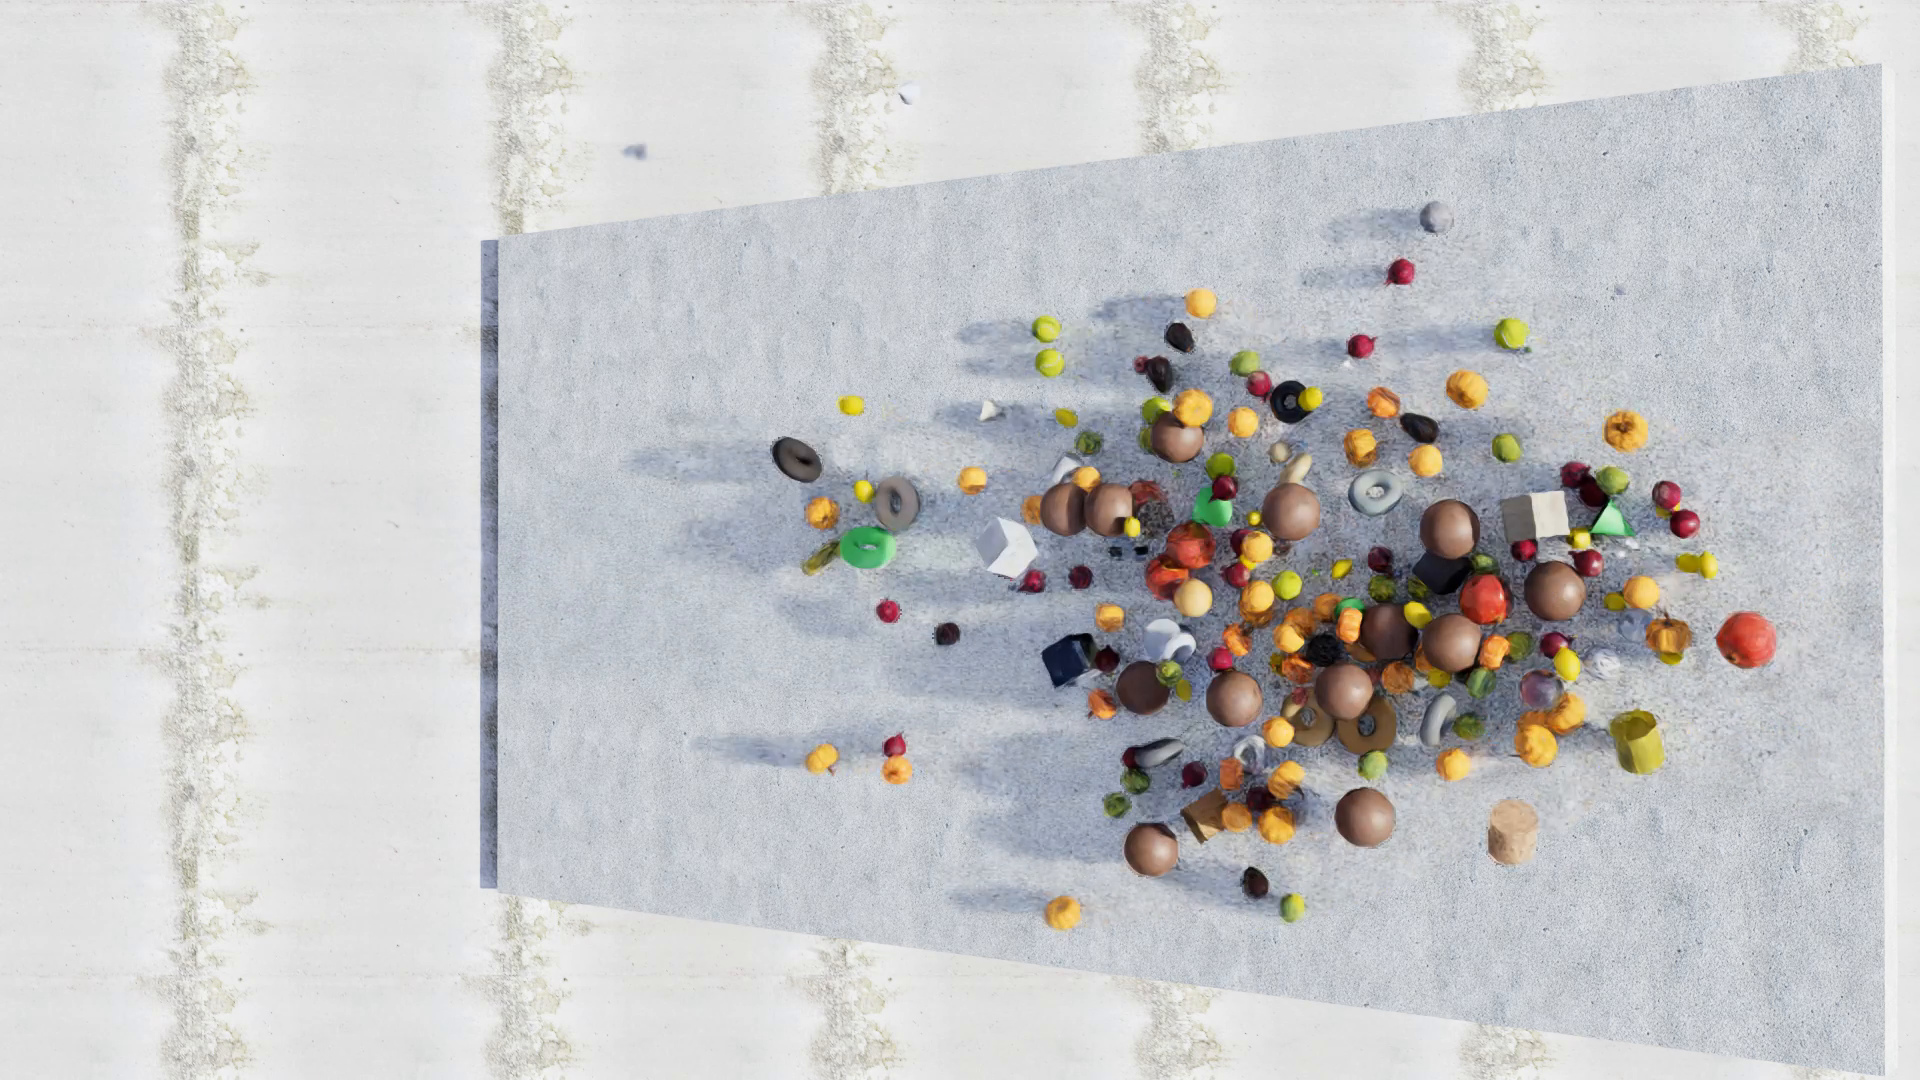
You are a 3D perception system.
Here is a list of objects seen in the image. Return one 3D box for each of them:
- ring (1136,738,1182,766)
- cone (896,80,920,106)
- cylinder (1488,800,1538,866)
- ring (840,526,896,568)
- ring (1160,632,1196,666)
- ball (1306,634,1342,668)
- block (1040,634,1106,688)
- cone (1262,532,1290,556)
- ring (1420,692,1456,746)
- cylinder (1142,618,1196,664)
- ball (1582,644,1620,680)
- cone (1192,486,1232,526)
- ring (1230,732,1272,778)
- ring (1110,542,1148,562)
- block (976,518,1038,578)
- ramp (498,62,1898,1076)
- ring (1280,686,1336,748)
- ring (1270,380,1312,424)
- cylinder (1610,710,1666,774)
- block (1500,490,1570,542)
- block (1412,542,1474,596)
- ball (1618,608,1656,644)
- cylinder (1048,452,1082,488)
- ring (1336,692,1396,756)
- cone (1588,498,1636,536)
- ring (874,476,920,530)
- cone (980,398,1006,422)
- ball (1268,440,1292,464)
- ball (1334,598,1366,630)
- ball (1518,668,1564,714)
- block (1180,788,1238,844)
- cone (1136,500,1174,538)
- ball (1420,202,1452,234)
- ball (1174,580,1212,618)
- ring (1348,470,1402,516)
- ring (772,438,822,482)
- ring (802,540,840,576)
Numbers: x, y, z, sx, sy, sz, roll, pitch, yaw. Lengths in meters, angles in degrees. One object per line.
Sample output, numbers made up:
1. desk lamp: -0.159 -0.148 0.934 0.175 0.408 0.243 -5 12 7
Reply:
1. ring: 0.474 0.507 5.246 0.120 0.120 0.040 -19 93 0
2. cone: -0.151 -1.189 5.827 0.067 0.067 0.067 1 91 35
3. cylinder: 1.164 0.616 4.632 0.098 0.098 0.098 -8 132 0
4. ring: -0.241 0.019 5.745 0.149 0.149 0.050 0 129 0
5. ring: 0.508 0.254 5.132 0.093 0.093 0.031 -35 53 0
6. ball: 0.829 0.252 5.010 0.077 0.077 0.077 0 90 0
7. block: 0.278 0.297 5.403 0.098 0.098 0.098 -34 70 31
8. cone: 0.722 0.011 5.094 0.060 0.060 0.060 -4 89 -35
9. ring: 1.035 0.389 4.758 0.042 0.126 0.126 24 90 26
10. cylinder: 0.498 0.241 5.230 0.098 0.098 0.098 -5 79 25
11. ball: 1.351 0.257 4.633 0.076 0.076 0.076 0 90 0
12. cone: 0.566 -0.061 5.138 0.099 0.099 0.099 11 66 -26
13. ring: 0.681 0.503 5.146 0.106 0.035 0.106 -1 88 36
14. ring: 0.406 0.027 5.301 0.095 0.095 0.032 -2 105 0
15. block: 0.112 0.019 5.293 0.092 0.092 0.092 17 125 -37
16. ramp: 0.237 0.066 5.558 4.000 0.100 2.000 0 89 36
17. ring: 0.800 0.406 5.053 0.139 0.046 0.139 0 91 36
18. ring: 0.766 -0.319 5.091 0.101 0.034 0.101 0 91 34
19. cylinder: 1.404 0.418 4.557 0.094 0.094 0.094 -25 120 0
20. block: 1.214 -0.049 4.646 0.093 0.093 0.093 -6 87 -30
21. block: 1.063 0.062 4.838 0.081 0.081 0.081 45 119 28
22. ball: 1.413 0.178 4.589 0.075 0.075 0.075 0 90 0
23. cylinder: 0.260 -0.175 5.442 0.063 0.063 0.063 33 111 0
24. ring: 0.917 0.417 4.965 0.146 0.049 0.146 -3 85 36
25. cone: 1.383 -0.029 4.622 0.088 0.088 0.088 31 90 8
26. ring: -0.167 -0.097 5.759 0.146 0.049 0.146 4 96 41
27. cone: 0.090 -0.323 5.589 0.061 0.061 0.061 16 90 8
28. ball: 0.742 -0.203 5.095 0.054 0.054 0.054 0 90 0
29. ball: 0.879 0.165 4.947 0.072 0.072 0.072 0 90 0
30. ball: 1.221 0.317 4.620 0.094 0.094 0.094 0 90 0
31. block: 0.583 0.646 5.151 0.090 0.090 0.090 -30 80 -11
32. cone: 0.476 -0.042 5.230 0.092 0.092 0.092 -3 81 21
33. ball: 1.053 -0.713 4.861 0.071 0.071 0.071 0 90 0
34. ball: 0.536 0.135 5.060 0.089 0.089 0.089 0 90 0
35. ring: 0.919 -0.105 4.868 0.120 0.040 0.120 -10 53 13
36. ring: -0.435 -0.214 5.883 0.148 0.148 0.049 41 119 0
37. ring: -0.365 0.048 5.858 0.131 0.131 0.044 -38 90 0
